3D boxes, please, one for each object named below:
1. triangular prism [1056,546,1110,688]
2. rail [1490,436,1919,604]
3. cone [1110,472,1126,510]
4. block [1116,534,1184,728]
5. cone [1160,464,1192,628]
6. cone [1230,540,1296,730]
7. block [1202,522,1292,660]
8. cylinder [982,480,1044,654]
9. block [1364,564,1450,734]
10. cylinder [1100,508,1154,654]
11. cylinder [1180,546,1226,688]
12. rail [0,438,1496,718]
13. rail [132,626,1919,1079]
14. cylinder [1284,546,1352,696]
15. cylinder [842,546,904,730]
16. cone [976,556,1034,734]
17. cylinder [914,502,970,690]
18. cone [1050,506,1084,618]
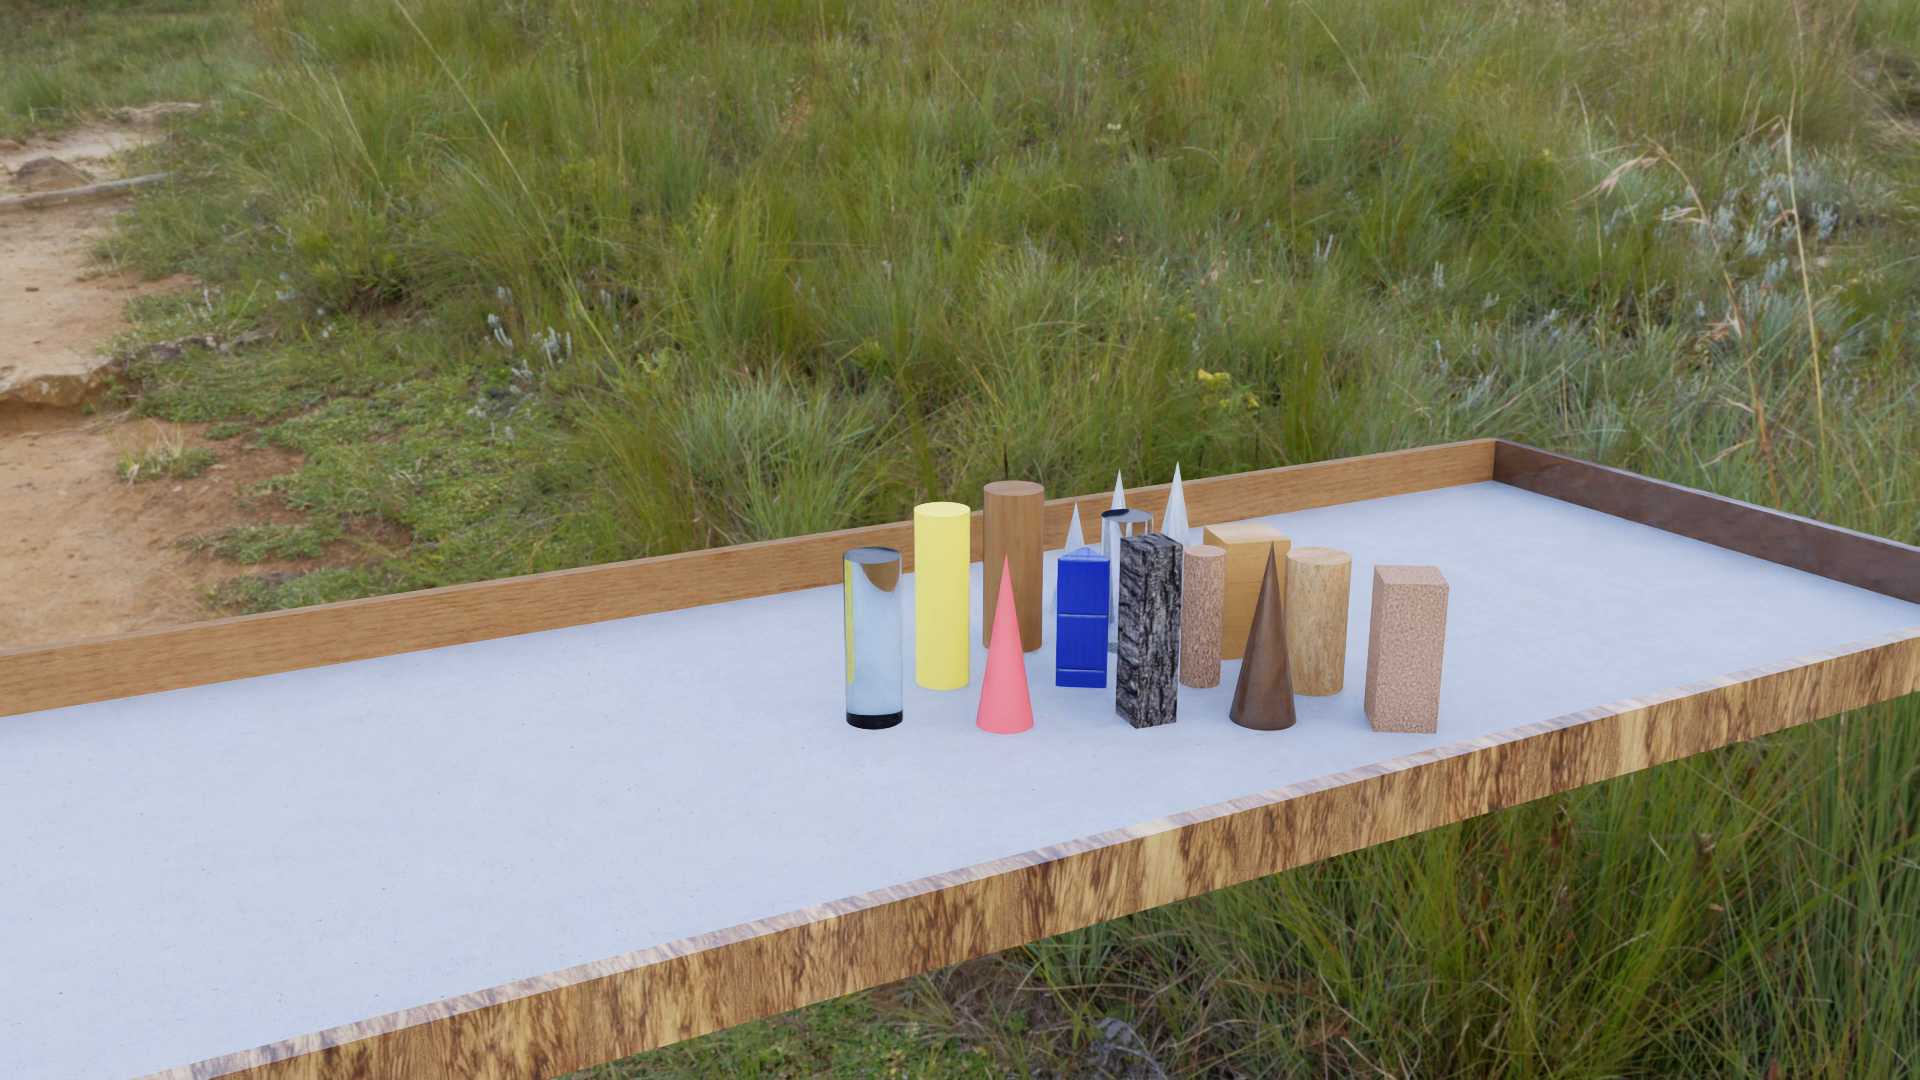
[{"bbox_3d":[0.307,0.191,4.114,0.125,0.333,0.108,2,16,6],"label":"triangular prism"},{"bbox_3d":[2.466,-0.048,5.253,0.050,0.150,2.100,-9,18,-27],"label":"rail"},{"bbox_3d":[0.463,-0.035,4.836,0.134,0.360,0.134,0,16,0],"label":"cone"},{"bbox_3d":[0.441,0.212,3.857,0.106,0.437,0.106,-7,18,-21],"label":"block"},{"bbox_3d":[0.592,0.002,4.544,0.175,0.454,0.175,0,16,0],"label":"cone"},{"bbox_3d":[0.719,0.210,3.855,0.158,0.443,0.158,0,16,0],"label":"cone"},{"bbox_3d":[0.748,0.132,4.345,0.174,0.315,0.174,-3,17,-11],"label":"block"},{"bbox_3d":[0.140,0.071,4.352,0.158,0.430,0.158,0,16,0],"label":"cylinder"},{"bbox_3d":[1.039,0.254,3.847,0.144,0.363,0.144,1,16,4],"label":"block"},{"bbox_3d":[0.436,0.109,4.348,0.135,0.359,0.135,0,16,0],"label":"cylinder"},{"bbox_3d":[0.602,0.191,4.100,0.102,0.342,0.102,0,16,0],"label":"cylinder"},{"bbox_3d":[-3.305,0.497,3.399,12.000,0.150,0.050,-9,18,-27],"label":"rail"},{"bbox_3d":[-2.336,1.006,1.665,12.000,0.150,0.050,-9,18,-27],"label":"rail"},{"bbox_3d":[0.877,0.200,4.075,0.157,0.338,0.157,0,16,0],"label":"cylinder"},{"bbox_3d":[-0.203,0.229,3.857,0.136,0.405,0.136,0,16,0],"label":"cylinder"},{"bbox_3d":[0.106,0.229,3.829,0.137,0.421,0.137,0,16,0],"label":"cone"},{"bbox_3d":[-0.044,0.139,4.091,0.137,0.446,0.137,0,16,0],"label":"cylinder"},{"bbox_3d":[0.321,0.049,4.612,0.137,0.324,0.137,0,16,0],"label":"cone"}]
